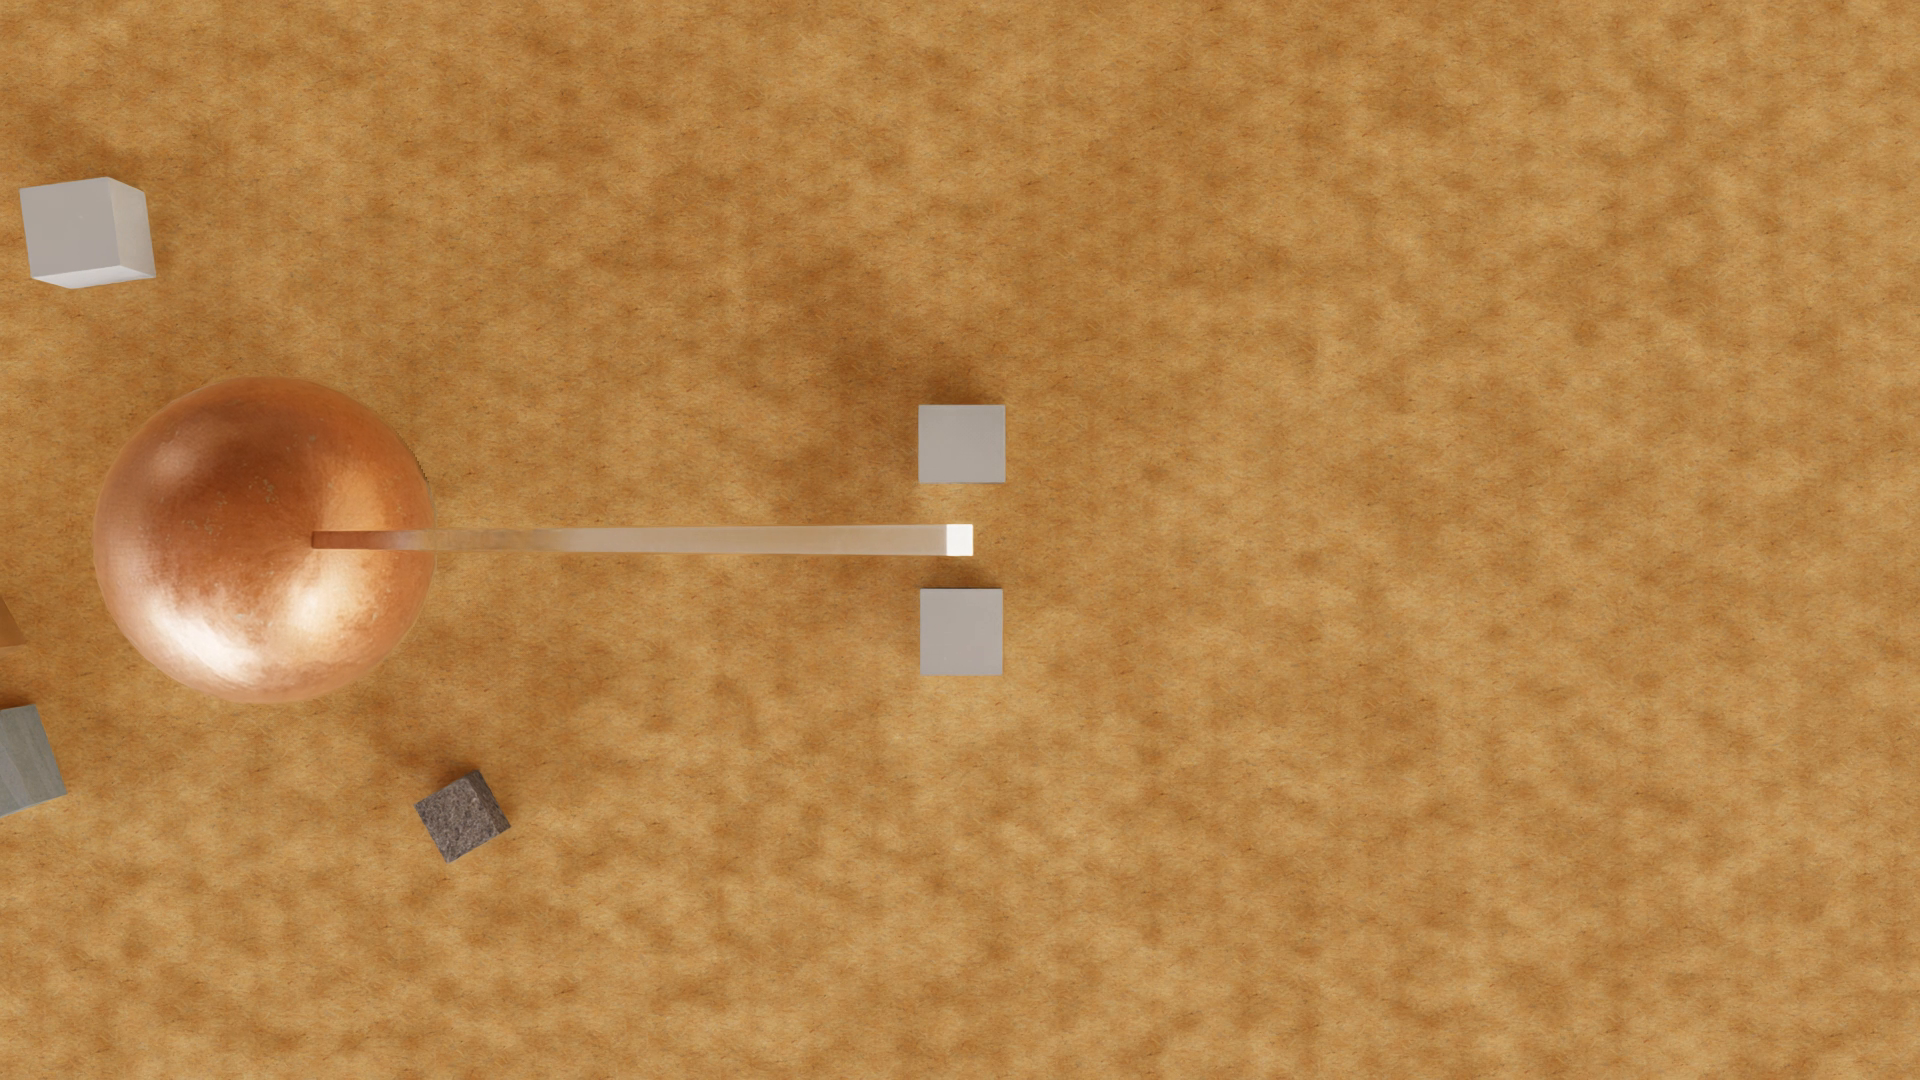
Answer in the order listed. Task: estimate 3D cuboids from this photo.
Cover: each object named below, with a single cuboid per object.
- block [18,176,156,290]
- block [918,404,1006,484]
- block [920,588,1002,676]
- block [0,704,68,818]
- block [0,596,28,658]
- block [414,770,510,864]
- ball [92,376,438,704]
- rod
[{"bbox_3d":[-5.036,-1.770,12.719,0.509,0.562,0.508,-8,90,0],"label":"block"},{"bbox_3d":[0.011,-0.549,12.759,0.494,0.481,0.440,0,90,0],"label":"block"},{"bbox_3d":[0.008,0.524,12.761,0.468,0.478,0.491,0,90,0],"label":"block"},{"bbox_3d":[-5.609,1.321,12.742,0.506,0.515,0.567,-20,90,0],"label":"block"},{"bbox_3d":[-5.813,0.527,12.753,0.444,0.493,0.448,-29,90,0],"label":"block"},{"bbox_3d":[-2.900,1.610,12.832,0.348,0.337,0.393,-30,90,0],"label":"block"},{"bbox_3d":[-3.365,0.000,10.700,1.600,1.600,1.600,0,90,0],"label":"ball"},{"bbox_3d":[-1.458,0.000,7.885,0.080,5.200,0.080,0,90,-34],"label":"rod"}]
